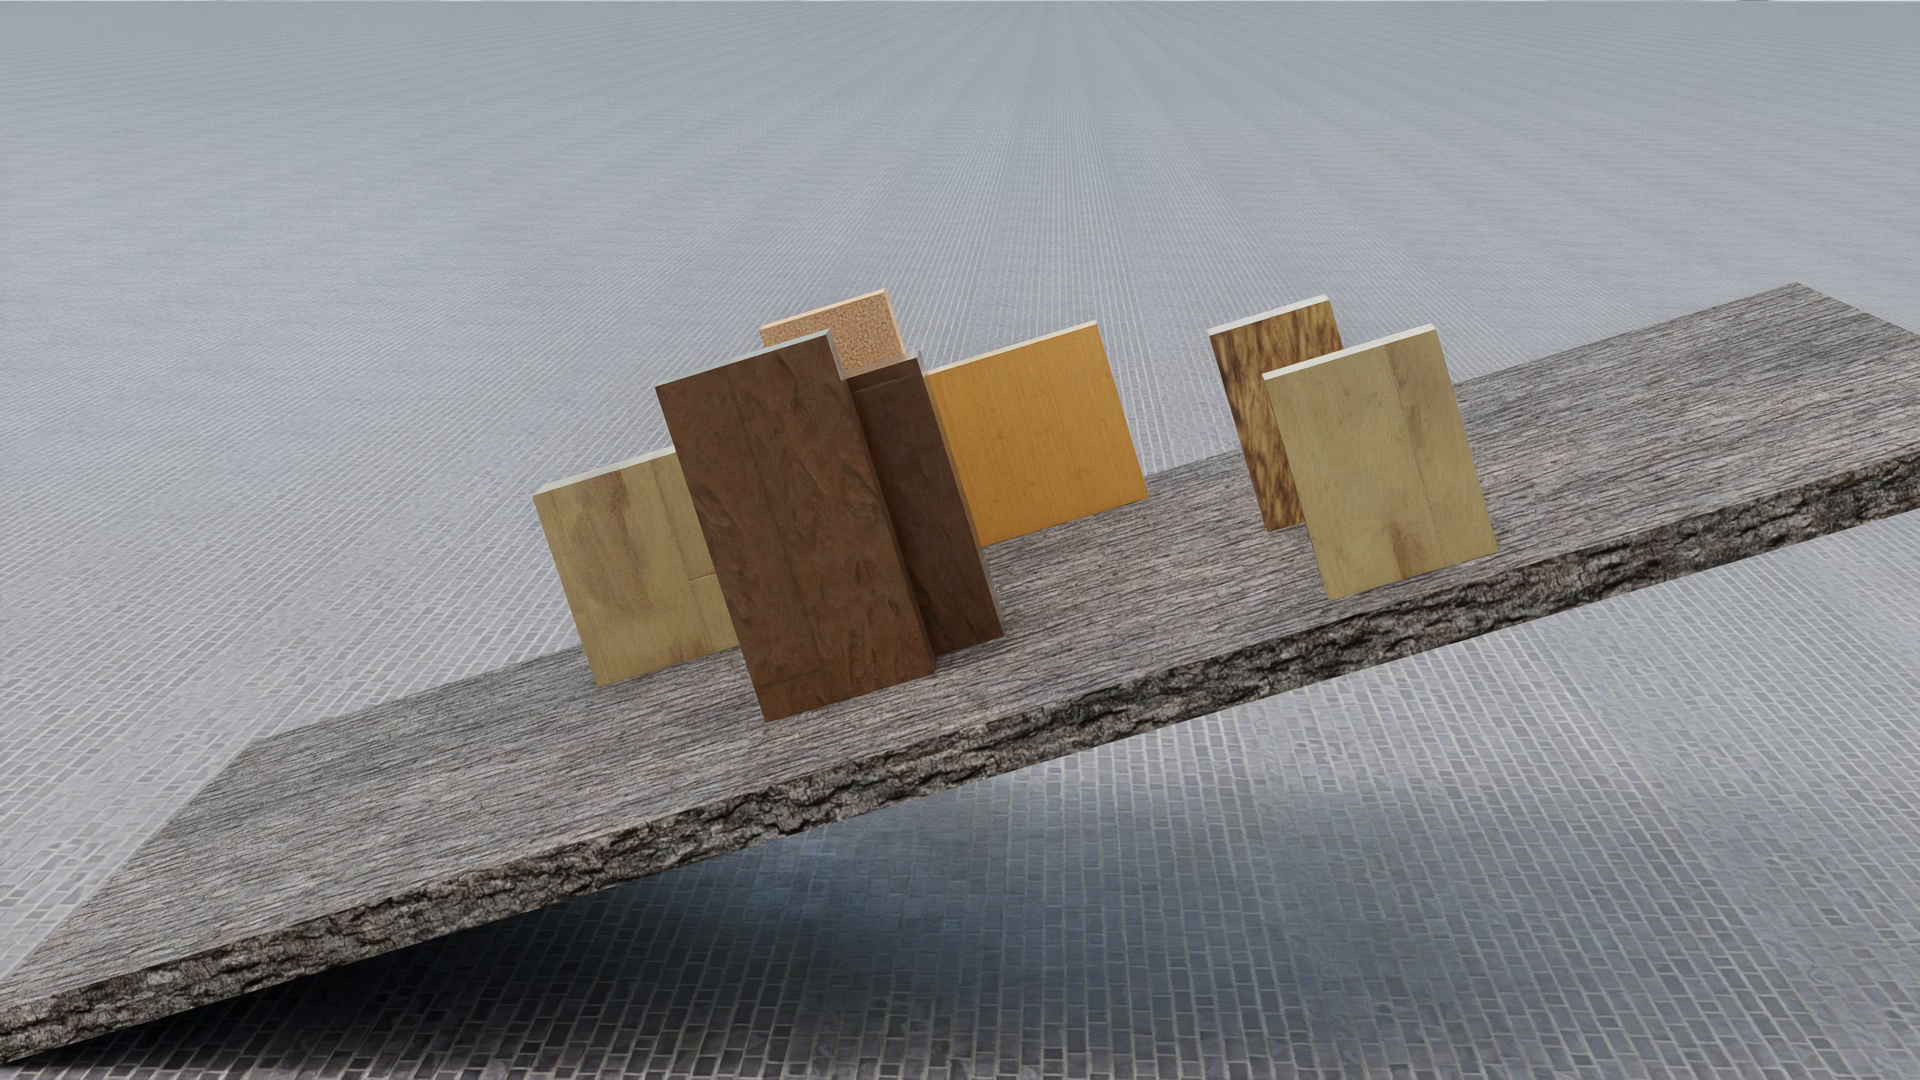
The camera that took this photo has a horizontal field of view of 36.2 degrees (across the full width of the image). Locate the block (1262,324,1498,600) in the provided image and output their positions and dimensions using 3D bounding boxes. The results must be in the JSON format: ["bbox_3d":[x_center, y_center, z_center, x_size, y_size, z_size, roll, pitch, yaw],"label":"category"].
[{"bbox_3d":[0.773,-0.143,5.416,0.322,0.430,0.083,-17,10,5],"label":"block"}]

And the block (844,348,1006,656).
[{"bbox_3d":[-0.183,-0.042,6.015,0.392,0.597,0.141,-17,10,5],"label":"block"}]

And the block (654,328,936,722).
[{"bbox_3d":[-0.322,-0.027,5.846,0.353,0.708,0.103,-17,10,5],"label":"block"}]

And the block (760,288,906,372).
[{"bbox_3d":[-0.201,-0.186,6.549,0.287,0.689,0.088,-17,10,5],"label":"block"}]

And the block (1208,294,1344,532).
[{"bbox_3d":[0.706,-0.266,6.177,0.258,0.435,0.106,-17,10,5],"label":"block"}]

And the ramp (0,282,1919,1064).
[{"bbox_3d":[0.096,0.185,6.315,4.000,0.100,2.000,-17,10,5],"label":"ramp"}]

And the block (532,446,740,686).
[{"bbox_3d":[-0.706,0.048,6.780,0.411,0.468,0.140,-17,10,5],"label":"block"}]

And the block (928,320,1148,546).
[{"bbox_3d":[0.183,-0.251,6.989,0.424,0.432,0.087,-17,10,5],"label":"block"}]
